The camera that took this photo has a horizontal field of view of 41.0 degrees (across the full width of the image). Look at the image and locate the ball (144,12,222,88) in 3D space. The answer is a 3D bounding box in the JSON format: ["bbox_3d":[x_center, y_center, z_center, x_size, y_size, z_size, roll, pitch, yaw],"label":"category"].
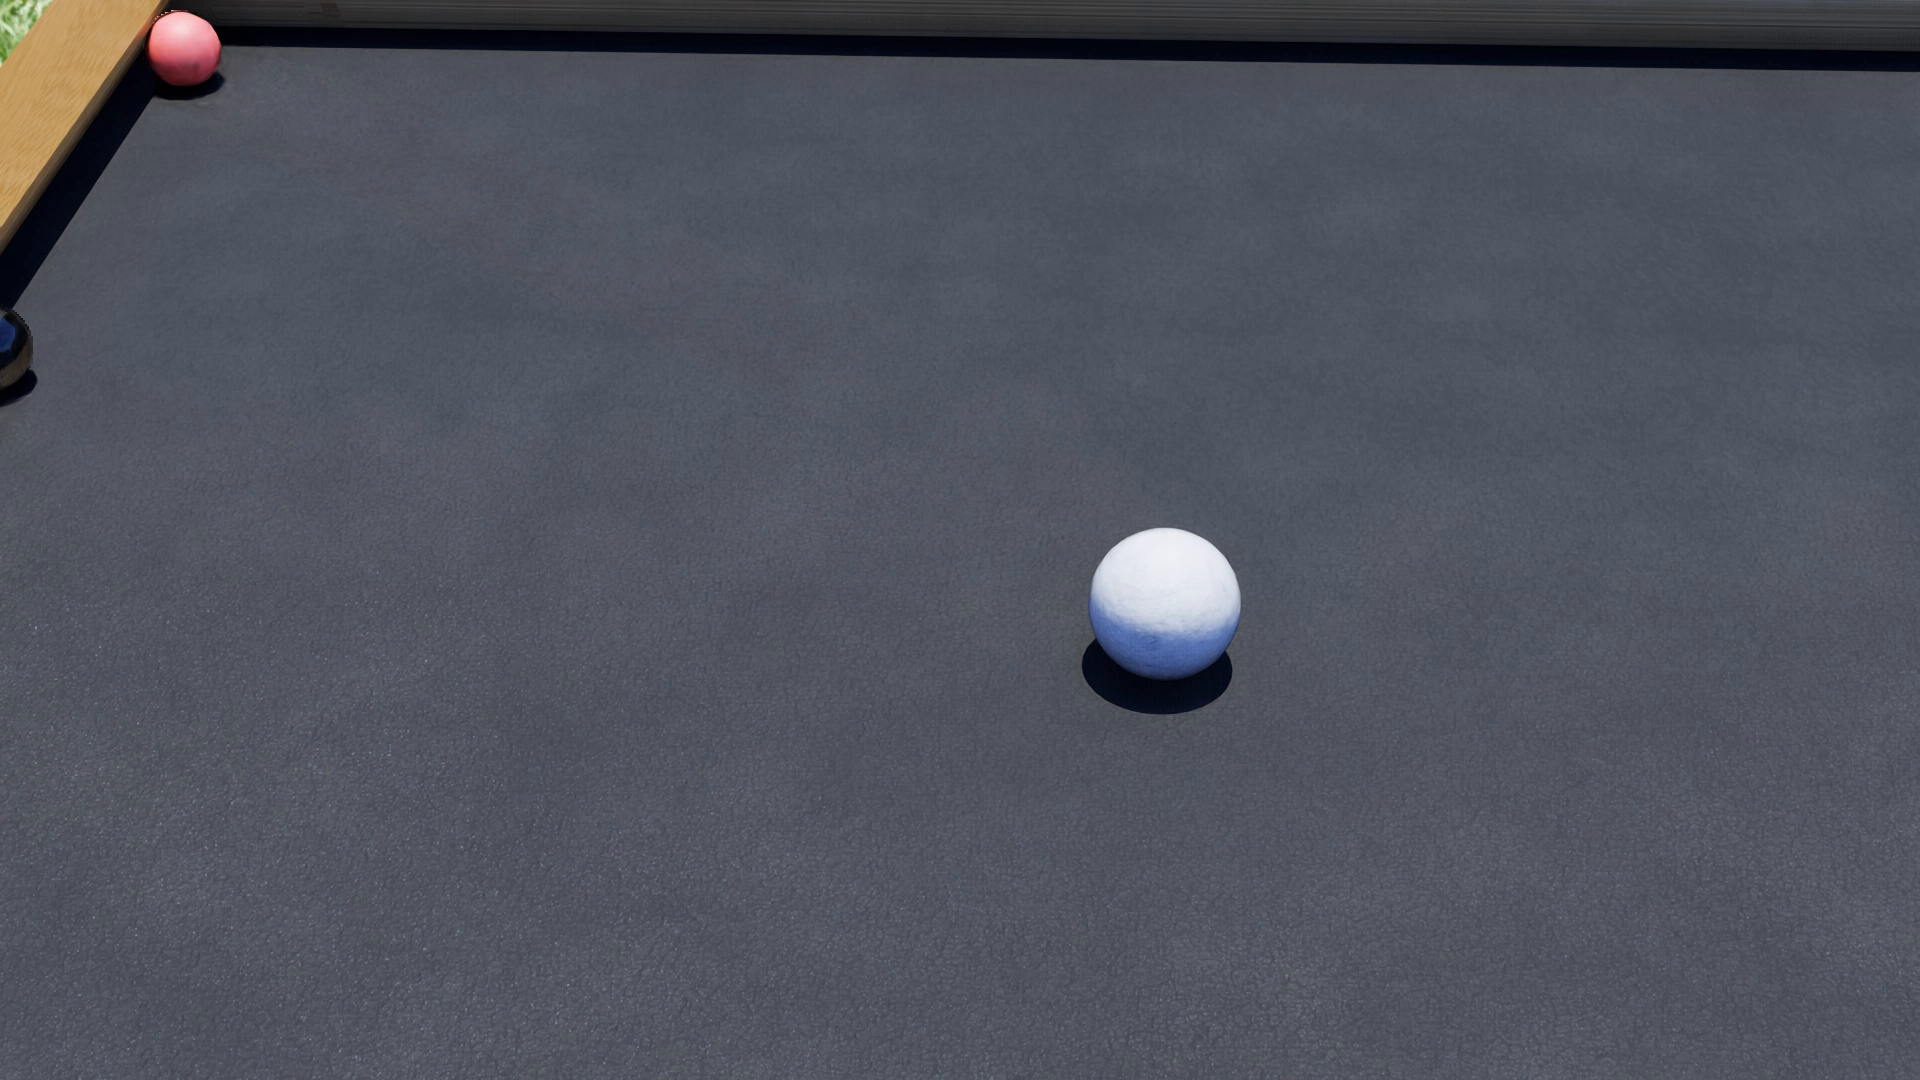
[{"bbox_3d":[-0.727,-0.458,2.400,0.069,0.069,0.069,0,36,0],"label":"ball"}]

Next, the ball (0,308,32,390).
[{"bbox_3d":[-0.746,-0.147,1.964,0.068,0.068,0.068,0,36,0],"label":"ball"}]

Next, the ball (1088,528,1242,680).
[{"bbox_3d":[0.133,0.042,1.672,0.100,0.100,0.100,0,36,0],"label":"ball"}]

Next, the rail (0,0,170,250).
[{"bbox_3d":[-0.799,-0.041,1.761,0.045,0.130,1.795,1,36,2],"label":"rail"}]

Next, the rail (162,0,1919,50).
[{"bbox_3d":[0.854,-0.515,2.425,3.293,0.130,0.045,1,36,2],"label":"rail"}]
